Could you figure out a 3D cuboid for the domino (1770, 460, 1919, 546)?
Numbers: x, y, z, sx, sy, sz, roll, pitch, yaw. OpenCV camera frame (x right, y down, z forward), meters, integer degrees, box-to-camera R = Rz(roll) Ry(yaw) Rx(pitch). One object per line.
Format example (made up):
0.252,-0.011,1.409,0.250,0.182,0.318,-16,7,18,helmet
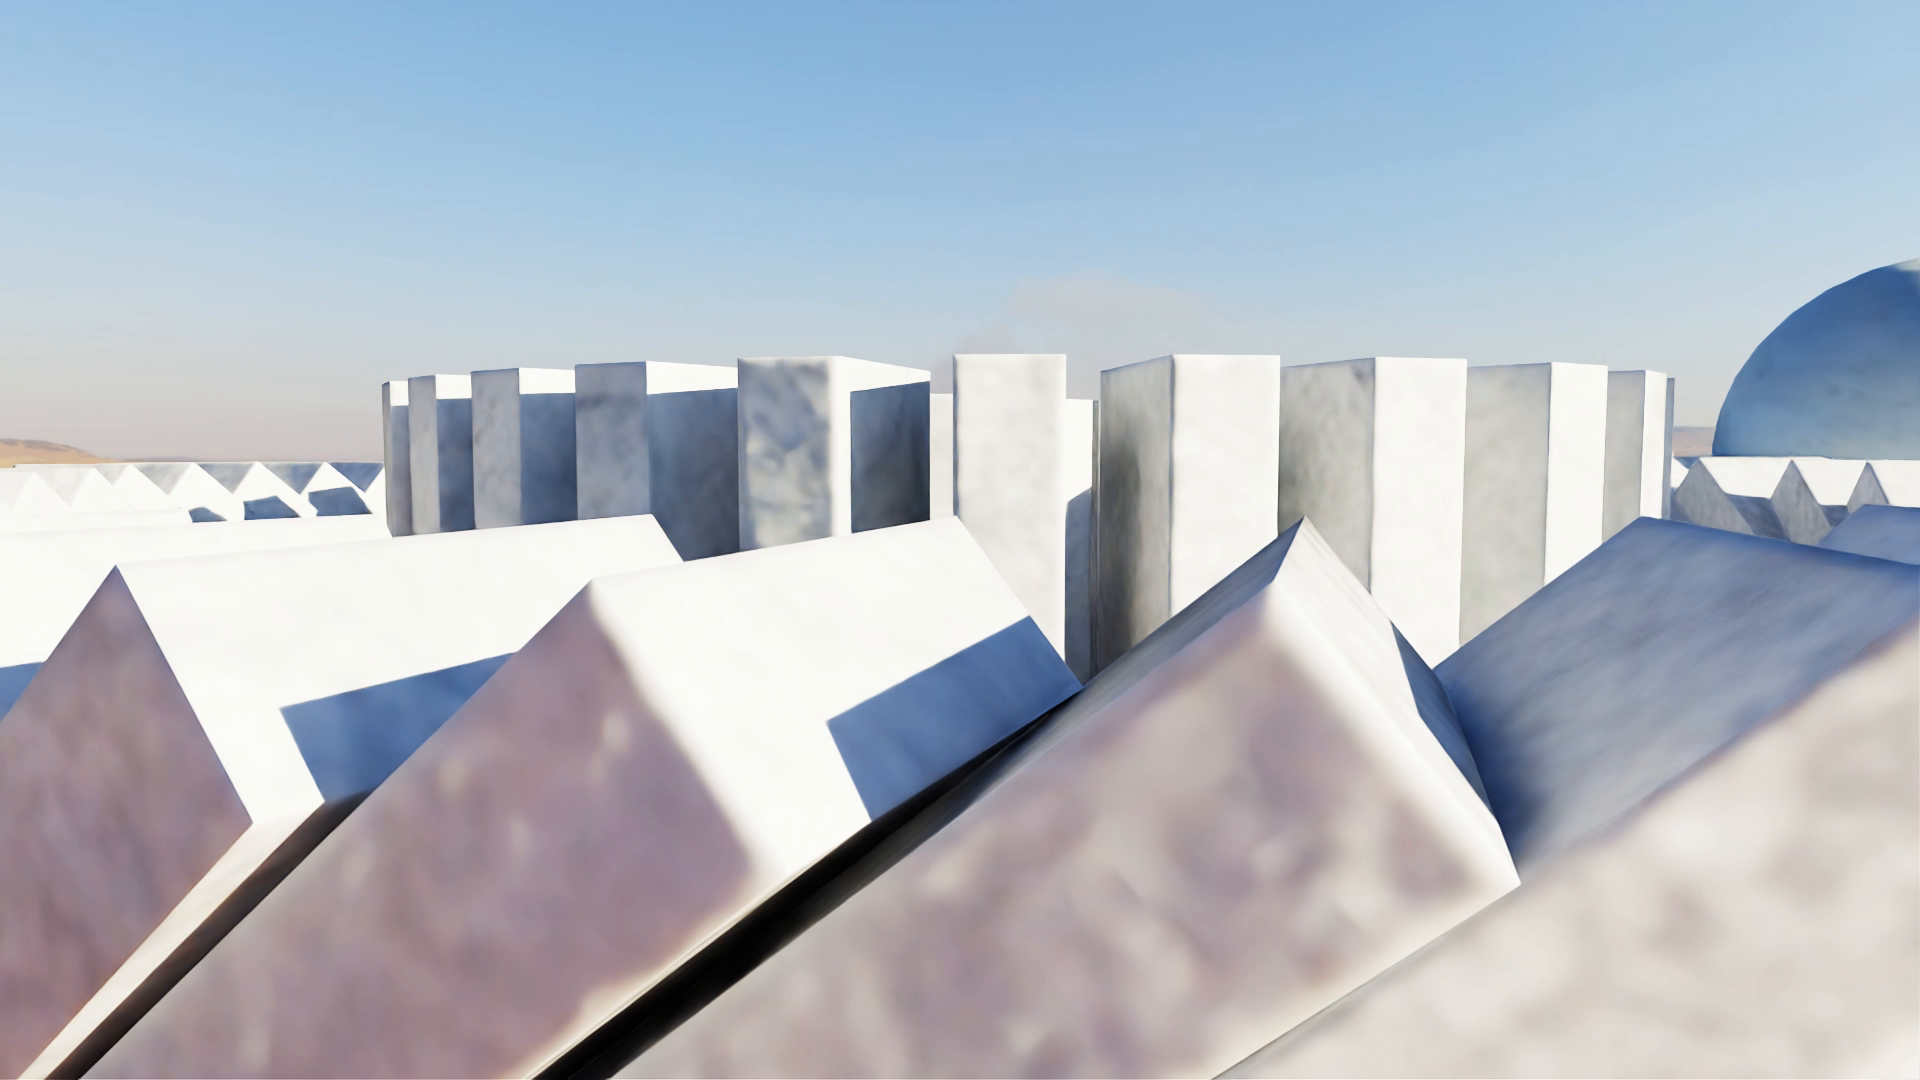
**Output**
0.152,0.007,0.202,0.025,0.010,0.050,1,45,5,domino

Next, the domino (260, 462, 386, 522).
-0.126,0.003,0.273,0.025,0.010,0.050,2,-34,32,domino

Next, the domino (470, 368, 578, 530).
-0.039,0.007,0.141,0.009,0.050,0.025,4,6,41,domino

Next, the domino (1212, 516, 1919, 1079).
0.012,0.019,0.050,0.050,0.010,0.025,-39,-3,11,domino

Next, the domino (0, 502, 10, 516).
-0.079,0.017,0.082,0.025,0.009,0.050,-4,-33,-46,domino

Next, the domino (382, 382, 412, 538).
-0.060,0.005,0.166,0.025,0.050,0.010,-2,5,-29,domino

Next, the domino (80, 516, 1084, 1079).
-0.020,0.019,0.054,0.050,0.009,0.025,-40,-11,21,domino

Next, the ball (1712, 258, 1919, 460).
0.197,-0.017,0.257,0.080,0.080,0.080,0,4,0,ball

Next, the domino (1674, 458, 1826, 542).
0.147,0.006,0.218,0.025,0.010,0.050,-1,45,-7,domino

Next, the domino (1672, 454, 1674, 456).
0.162,-0.005,0.301,0.025,0.050,0.010,-4,-15,-40,domino

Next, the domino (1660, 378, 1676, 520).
0.072,0.006,0.158,0.025,0.050,0.009,2,5,29,domino

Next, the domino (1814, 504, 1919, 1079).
0.029,0.019,0.053,0.050,0.009,0.025,-40,4,2,domino

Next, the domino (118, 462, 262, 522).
-0.138,0.005,0.243,0.025,0.009,0.050,1,-35,22,domino

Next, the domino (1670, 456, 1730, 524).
0.141,0.005,0.233,0.025,0.009,0.050,-1,46,-14,domino

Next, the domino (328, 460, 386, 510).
-0.118,0.002,0.288,0.025,0.010,0.050,3,-34,36,domino

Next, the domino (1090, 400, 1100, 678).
0.026,0.000,0.236,0.010,0.050,0.025,-1,4,-13,domino

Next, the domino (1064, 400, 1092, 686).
0.011,0.000,0.229,0.009,0.050,0.025,-3,5,-38,domino

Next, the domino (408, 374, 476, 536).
-0.050,0.006,0.153,0.025,0.050,0.009,-4,6,-40,domino

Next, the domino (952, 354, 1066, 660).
0.005,0.008,0.122,0.009,0.050,0.025,0,4,3,domino

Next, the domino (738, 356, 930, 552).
-0.011,0.008,0.125,0.009,0.050,0.025,1,4,17,domino

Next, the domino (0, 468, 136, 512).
-0.140,0.007,0.210,0.025,0.009,0.050,0,-35,5,domino

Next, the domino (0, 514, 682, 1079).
-0.035,0.019,0.060,0.050,0.009,0.025,-41,-14,24,domino

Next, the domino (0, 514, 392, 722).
-0.050,0.018,0.066,0.050,0.010,0.025,-43,-19,28,domino

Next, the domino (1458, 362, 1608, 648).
0.051,0.008,0.133,0.009,0.050,0.025,-3,5,-34,domino

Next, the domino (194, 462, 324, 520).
-0.133,0.004,0.259,0.025,0.009,0.050,1,-35,27,domino

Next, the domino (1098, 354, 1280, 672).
0.021,0.008,0.123,0.009,0.050,0.025,-1,4,-8,domino

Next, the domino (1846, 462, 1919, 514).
0.152,0.009,0.185,0.025,0.010,0.050,1,45,12,domino

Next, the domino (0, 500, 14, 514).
-0.137,0.010,0.178,0.025,0.009,0.050,0,-34,-4,domino

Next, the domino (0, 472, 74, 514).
-0.139,0.009,0.194,0.025,0.009,0.050,0,-34,0,domino

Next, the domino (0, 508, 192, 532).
-0.064,0.018,0.074,0.050,0.010,0.025,-44,-22,31,domino

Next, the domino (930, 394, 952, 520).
0.000,0.002,0.201,0.025,0.050,0.010,0,4,0,domino

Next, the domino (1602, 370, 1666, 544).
0.063,0.007,0.144,0.025,0.050,0.009,4,6,40,domino

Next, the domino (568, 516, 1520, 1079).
-0.004,0.019,0.051,0.050,0.010,0.025,-40,-7,16,domino

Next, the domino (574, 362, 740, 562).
-0.026,0.008,0.132,0.010,0.050,0.025,3,5,32,domino

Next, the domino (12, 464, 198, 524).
-0.141,0.006,0.228,0.025,0.010,0.050,1,-35,16,domino

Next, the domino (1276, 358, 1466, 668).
0.037,0.008,0.126,0.009,0.050,0.025,-1,4,-18,domino
